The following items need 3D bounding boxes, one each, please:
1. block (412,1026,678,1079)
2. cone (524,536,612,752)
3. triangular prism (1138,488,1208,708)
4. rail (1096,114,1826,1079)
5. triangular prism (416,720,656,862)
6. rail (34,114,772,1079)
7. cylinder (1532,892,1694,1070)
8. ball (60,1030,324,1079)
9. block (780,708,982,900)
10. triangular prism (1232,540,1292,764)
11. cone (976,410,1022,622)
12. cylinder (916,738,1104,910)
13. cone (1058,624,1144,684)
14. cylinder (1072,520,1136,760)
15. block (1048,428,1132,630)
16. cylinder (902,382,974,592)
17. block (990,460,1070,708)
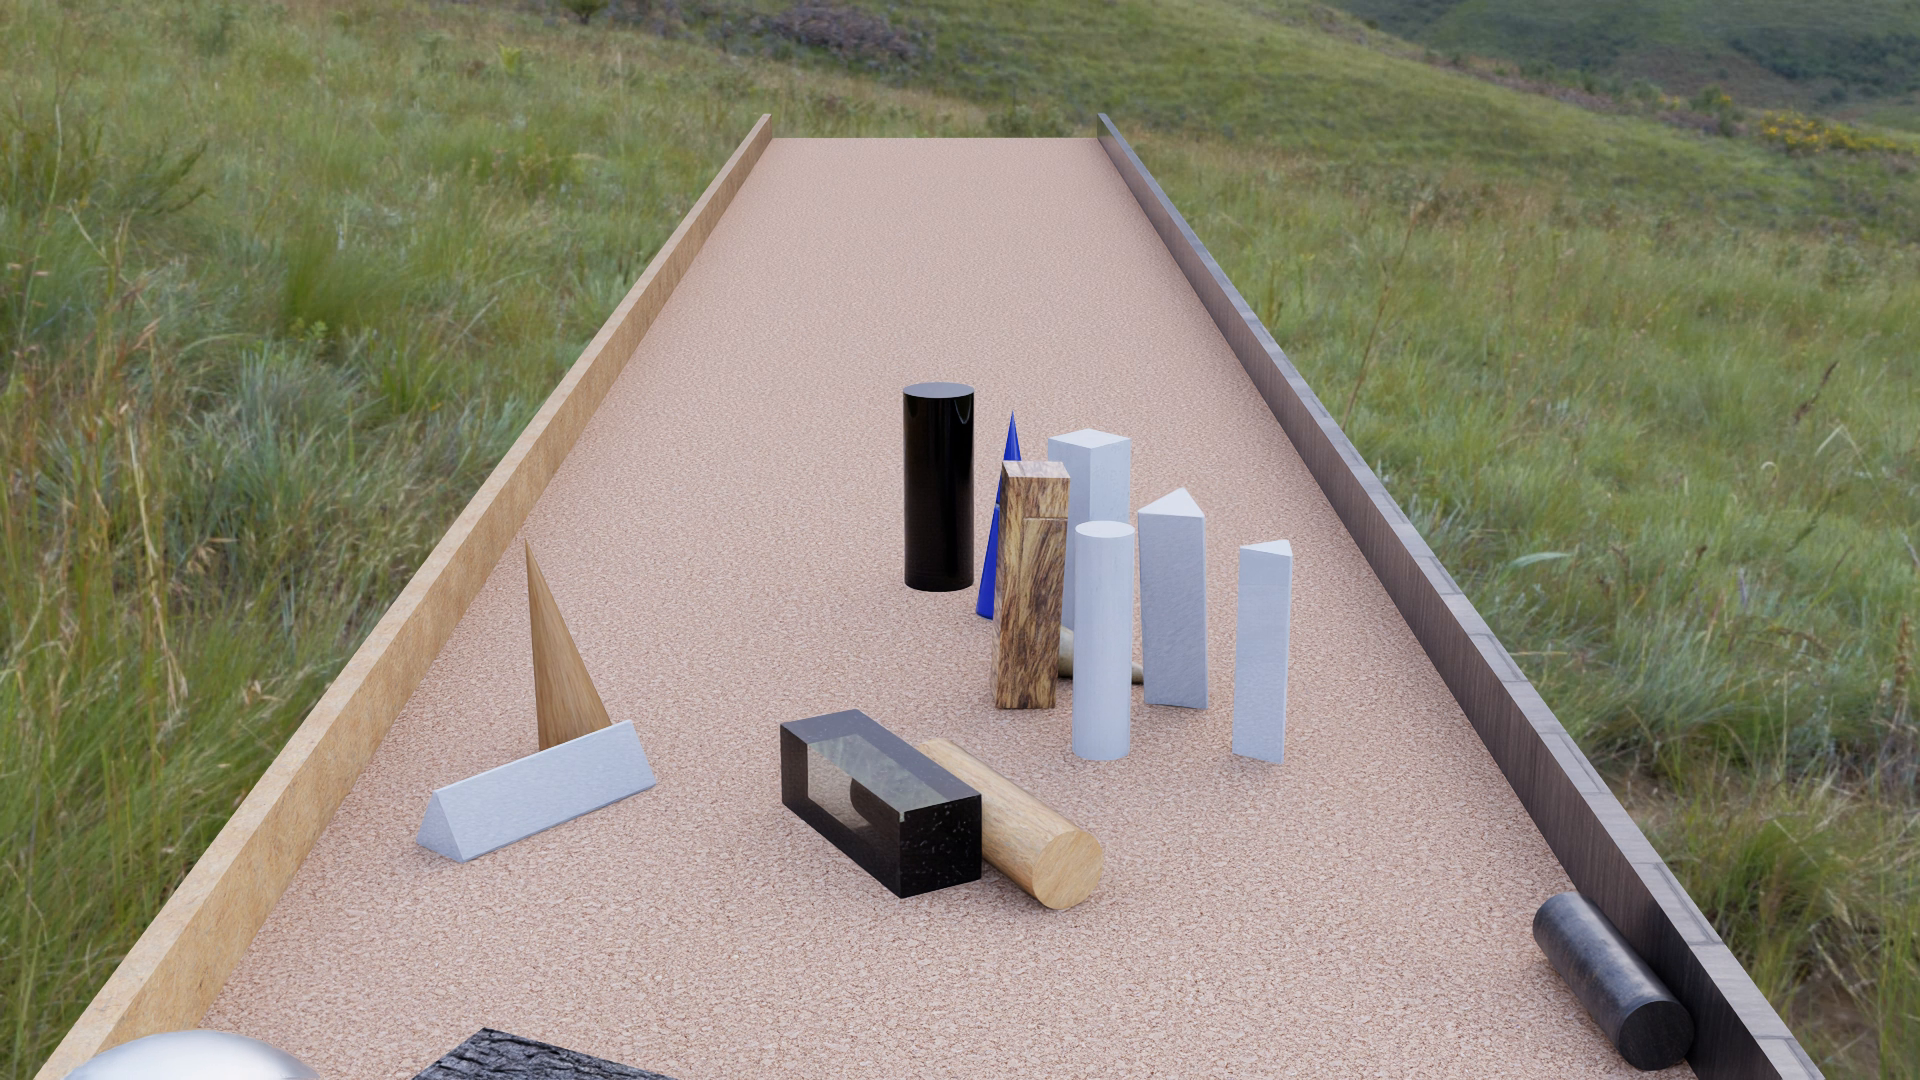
[{"bbox_3d":[-0.477,0.709,2.557,0.302,0.163,0.163,8,18,25],"label":"block"},{"bbox_3d":[-0.723,0.180,3.894,0.141,0.395,0.141,-11,14,3],"label":"cone"},{"bbox_3d":[0.410,0.109,4.113,0.122,0.411,0.105,5,30,17],"label":"triangular prism"},{"bbox_3d":[0.932,-0.844,7.801,0.050,0.150,12.000,0,17,-1],"label":"rail"},{"bbox_3d":[-0.704,0.406,3.667,0.122,0.105,0.411,13,21,38],"label":"triangular prism"},{"bbox_3d":[-1.118,-0.838,7.780,0.050,0.150,12.000,0,17,-1],"label":"rail"},{"bbox_3d":[0.893,0.601,3.025,0.103,0.103,0.324,-2,17,-5],"label":"cylinder"},{"bbox_3d":[-0.789,0.692,2.229,0.382,0.382,0.382,0,17,0],"label":"ball"},{"bbox_3d":[-0.134,0.419,3.564,0.144,0.144,0.425,-9,19,-28],"label":"block"},{"bbox_3d":[0.553,0.194,3.898,0.100,0.385,0.086,11,20,32],"label":"triangular prism"},{"bbox_3d":[0.110,-0.060,4.648,0.154,0.445,0.154,0,17,0],"label":"cone"},{"bbox_3d":[0.059,0.446,3.505,0.127,0.127,0.428,-9,19,-28],"label":"cylinder"},{"bbox_3d":[0.291,0.246,4.299,0.305,0.117,0.117,16,20,13],"label":"cone"},{"bbox_3d":[0.253,0.179,3.899,0.104,0.414,0.104,0,17,0],"label":"cylinder"},{"bbox_3d":[0.255,0.014,4.398,0.116,0.447,0.116,-15,22,-41],"label":"block"},{"bbox_3d":[-0.047,-0.117,4.853,0.157,0.438,0.157,0,17,0],"label":"cylinder"},{"bbox_3d":[0.130,0.085,4.138,0.113,0.452,0.113,1,17,-6],"label":"block"}]
